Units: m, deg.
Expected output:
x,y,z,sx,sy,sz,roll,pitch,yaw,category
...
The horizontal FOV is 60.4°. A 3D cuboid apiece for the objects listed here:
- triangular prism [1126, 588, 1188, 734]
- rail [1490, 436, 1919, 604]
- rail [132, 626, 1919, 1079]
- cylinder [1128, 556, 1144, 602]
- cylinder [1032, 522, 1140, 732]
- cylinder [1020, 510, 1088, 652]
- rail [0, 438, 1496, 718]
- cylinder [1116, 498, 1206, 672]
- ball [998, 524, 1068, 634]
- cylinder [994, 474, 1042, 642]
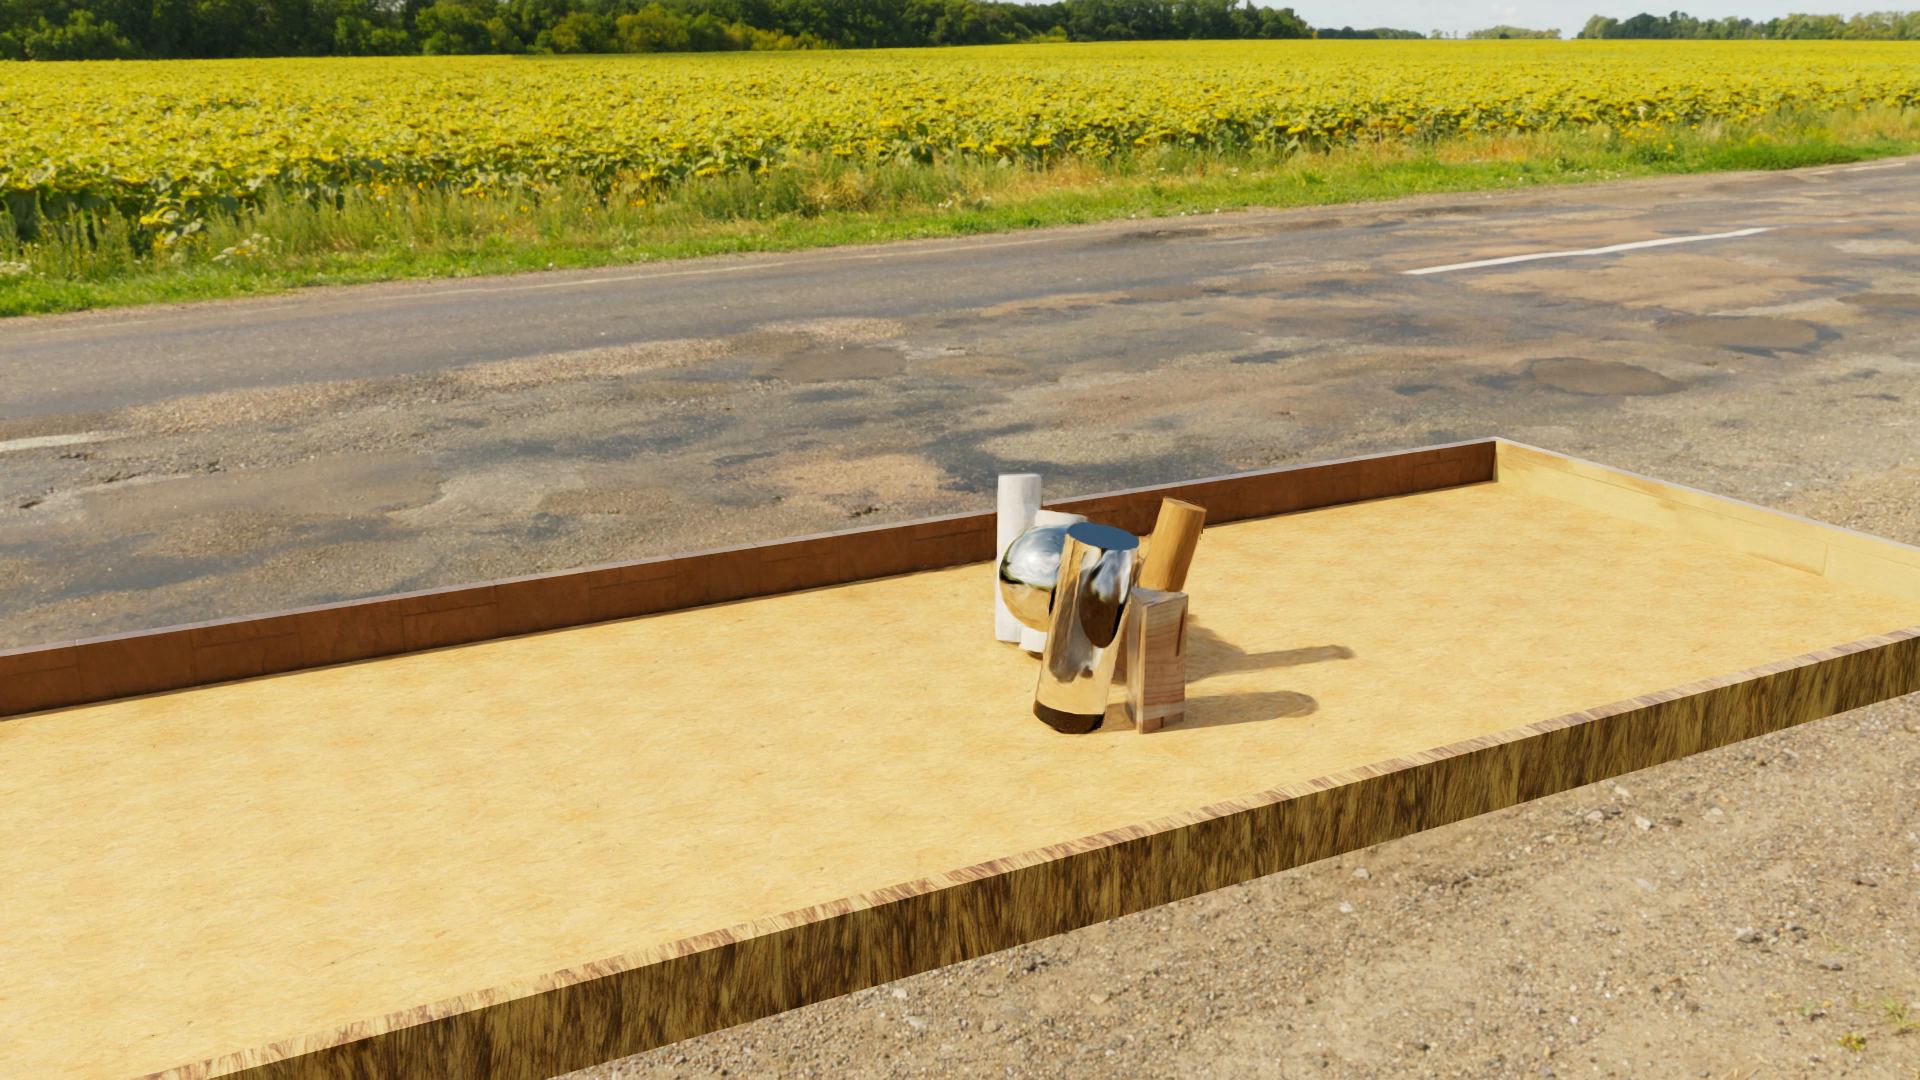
x,y,z,sx,sy,sz,roll,pitch,yaw,category
0.436,0.275,3.864,0.140,0.314,0.121,-12,20,-36,triangular prism
2.466,-0.048,5.253,0.050,0.150,2.100,-9,18,-27,rail
-2.336,1.006,1.665,12.000,0.150,0.050,-9,18,-27,rail
0.364,0.168,4.222,0.115,0.303,0.115,27,-4,2,cylinder
0.290,0.203,3.818,0.169,0.455,0.169,8,20,-3,cylinder
0.244,0.109,4.303,0.135,0.362,0.135,7,2,0,cylinder
-3.305,0.497,3.399,12.000,0.150,0.050,-9,18,-27,rail
0.502,0.119,4.147,0.111,0.438,0.111,15,11,-3,cylinder
0.232,0.096,4.099,0.274,0.274,0.274,0,16,0,ball
0.154,0.046,4.400,0.114,0.438,0.114,1,6,0,cylinder
